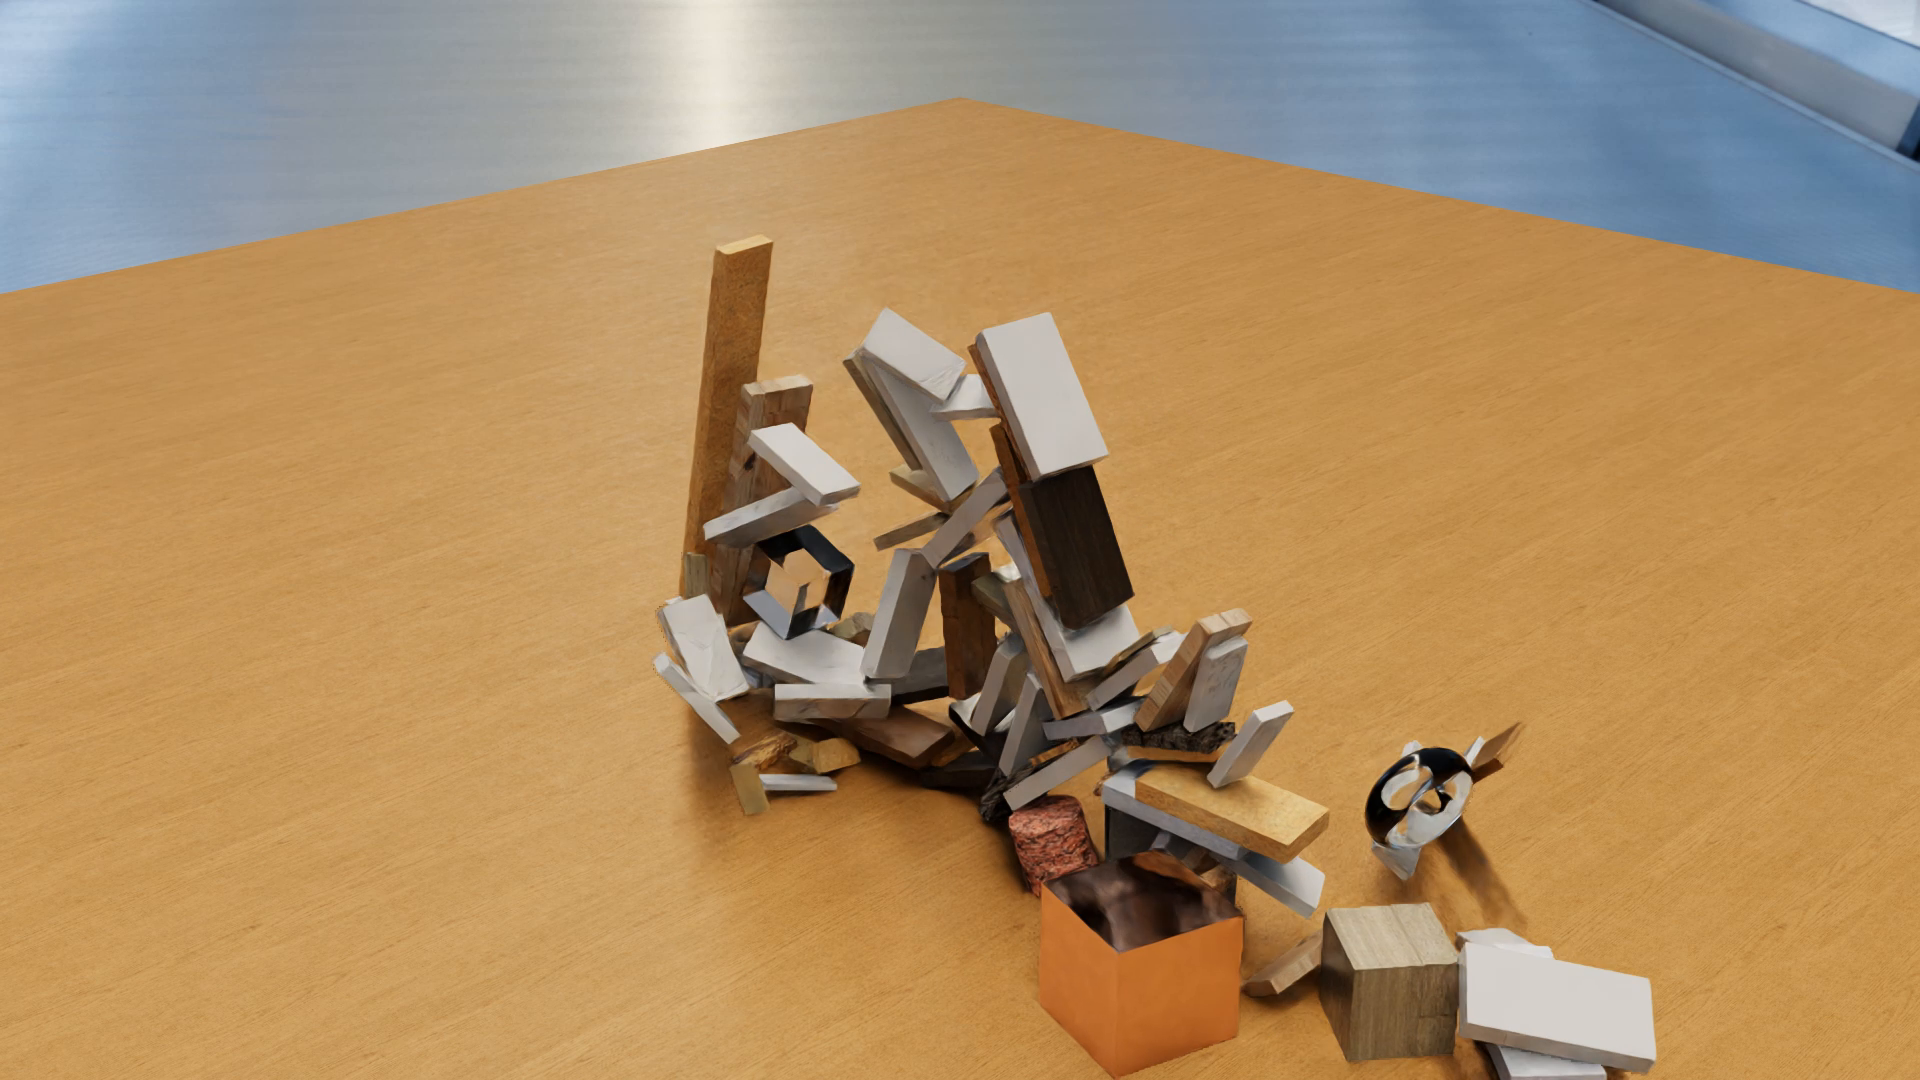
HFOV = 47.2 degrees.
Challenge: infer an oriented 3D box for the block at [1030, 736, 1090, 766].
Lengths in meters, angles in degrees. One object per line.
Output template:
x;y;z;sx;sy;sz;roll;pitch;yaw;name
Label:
0.185;0.388;4.085;0.105;0.015;0.053;-28;-4;26;block

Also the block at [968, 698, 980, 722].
0.051;0.327;4.440;0.015;0.103;0.051;38;44;16;block

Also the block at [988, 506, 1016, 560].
0.181;0.041;4.160;0.133;0.265;0.038;-36;5;-31;block

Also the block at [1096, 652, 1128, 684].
0.289;0.229;3.993;0.050;0.101;0.014;-14;65;-27;block

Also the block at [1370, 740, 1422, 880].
0.868;0.520;4.253;0.026;0.092;0.298;-35;16;42;block

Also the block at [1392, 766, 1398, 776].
0.901;0.508;4.440;0.014;0.100;0.050;-25;21;14;block

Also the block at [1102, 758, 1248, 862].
0.413;0.474;3.946;0.286;0.041;0.143;20;33;32;block

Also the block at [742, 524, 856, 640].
-0.342;0.088;4.635;0.152;0.152;0.152;-21;51;-40;block

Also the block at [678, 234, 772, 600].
-0.508;-0.216;4.693;0.036;0.912;0.128;31;37;30;block

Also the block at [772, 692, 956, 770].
-0.205;0.372;4.628;0.422;0.033;0.117;20;41;39;block

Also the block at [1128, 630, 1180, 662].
0.345;0.193;3.914;0.050;0.014;0.101;-19;-14;-34;block

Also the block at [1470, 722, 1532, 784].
0.987;0.439;4.243;0.025;0.501;0.089;39;75;6;block

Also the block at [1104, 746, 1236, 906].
0.401;0.536;4.192;0.239;0.239;0.239;1;23;2;block

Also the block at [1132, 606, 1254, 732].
0.409;0.229;3.866;0.121;0.254;0.034;-13;53;-42;block

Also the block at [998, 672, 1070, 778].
0.165;0.338;4.178;0.134;0.267;0.038;-16;52;-28;block

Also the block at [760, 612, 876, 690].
-0.278;0.249;4.816;0.298;0.042;0.149;-31;-25;28;block

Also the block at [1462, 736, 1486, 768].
0.971;0.424;4.222;0.014;0.050;0.100;39;49;6;block

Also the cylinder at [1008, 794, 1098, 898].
0.179;0.581;4.167;0.142;0.142;0.142;-15;19;5;cylinder

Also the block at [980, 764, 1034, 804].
0.090;0.464;4.182;0.105;0.015;0.053;-35;-2;26;block

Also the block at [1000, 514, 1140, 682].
0.209;0.091;4.054;0.162;0.046;0.323;-12;71;-30;block

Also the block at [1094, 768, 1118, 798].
0.316;0.462;4.035;0.129;0.018;0.064;17;37;24;block

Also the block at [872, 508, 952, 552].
-0.072;-0.031;4.334;0.101;0.029;0.202;-29;6;-42;block

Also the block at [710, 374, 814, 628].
-0.436;-0.073;4.732;0.149;0.613;0.042;-13;42;-34;block

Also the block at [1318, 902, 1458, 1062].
0.731;0.753;3.751;0.184;0.184;0.184;-3;23;-6;block

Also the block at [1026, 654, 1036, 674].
0.188;0.293;4.297;0.127;0.254;0.036;-20;49;-22;block

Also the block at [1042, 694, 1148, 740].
0.260;0.326;4.050;0.121;0.034;0.241;-19;0;-26;block

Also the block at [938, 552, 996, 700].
0.019;0.170;4.370;0.038;0.265;0.133;5;18;32;block

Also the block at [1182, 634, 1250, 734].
0.448;0.253;3.853;0.089;0.177;0.025;-21;48;-33;block

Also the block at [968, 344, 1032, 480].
0.134;-0.248;3.964;0.140;0.280;0.040;-26;3;-33;block

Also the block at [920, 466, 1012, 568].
0.062;-0.068;4.197;0.162;0.340;0.046;-29;79;-36;block

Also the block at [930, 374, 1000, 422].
0.038;-0.265;4.046;0.184;0.026;0.092;-2;49;39;block

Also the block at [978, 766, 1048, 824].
0.168;0.378;4.301;0.134;0.447;0.038;-9;47;-35;block

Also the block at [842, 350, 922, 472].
-0.117;-0.269;4.225;0.031;0.258;0.109;-10;29;50;block

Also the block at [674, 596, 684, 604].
-0.568;0.167;4.630;0.115;0.058;0.016;27;-4;39;block

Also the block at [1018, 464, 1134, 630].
0.209;0.004;3.942;0.140;0.280;0.040;-29;21;-27;block

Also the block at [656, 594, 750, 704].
-0.526;0.228;4.500;0.109;0.219;0.031;-19;-11;-35;block

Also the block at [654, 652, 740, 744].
-0.515;0.309;4.302;0.029;0.202;0.101;-43;18;-3;block

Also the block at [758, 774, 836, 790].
-0.337;0.498;4.512;0.162;0.015;0.051;4;12;-29;block

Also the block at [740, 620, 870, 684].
-0.316;0.249;4.621;0.256;0.036;0.128;20;51;8;block

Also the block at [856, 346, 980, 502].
-0.077;-0.238;4.150;0.026;0.339;0.092;-11;24;50;block

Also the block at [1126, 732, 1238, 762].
0.402;0.368;3.951;0.184;0.026;0.092;0;16;33;block

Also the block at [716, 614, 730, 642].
-0.508;0.210;4.554;0.058;0.115;0.016;-4;-23;-33;block

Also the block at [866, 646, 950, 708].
-0.108;0.291;4.622;0.234;0.033;0.117;-11;41;11;block

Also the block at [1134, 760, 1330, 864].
0.478;0.465;3.877;0.311;0.041;0.143;21;33;33;block

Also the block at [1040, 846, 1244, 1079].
0.306;0.717;3.755;0.247;0.247;0.247;-12;26;-26;block
